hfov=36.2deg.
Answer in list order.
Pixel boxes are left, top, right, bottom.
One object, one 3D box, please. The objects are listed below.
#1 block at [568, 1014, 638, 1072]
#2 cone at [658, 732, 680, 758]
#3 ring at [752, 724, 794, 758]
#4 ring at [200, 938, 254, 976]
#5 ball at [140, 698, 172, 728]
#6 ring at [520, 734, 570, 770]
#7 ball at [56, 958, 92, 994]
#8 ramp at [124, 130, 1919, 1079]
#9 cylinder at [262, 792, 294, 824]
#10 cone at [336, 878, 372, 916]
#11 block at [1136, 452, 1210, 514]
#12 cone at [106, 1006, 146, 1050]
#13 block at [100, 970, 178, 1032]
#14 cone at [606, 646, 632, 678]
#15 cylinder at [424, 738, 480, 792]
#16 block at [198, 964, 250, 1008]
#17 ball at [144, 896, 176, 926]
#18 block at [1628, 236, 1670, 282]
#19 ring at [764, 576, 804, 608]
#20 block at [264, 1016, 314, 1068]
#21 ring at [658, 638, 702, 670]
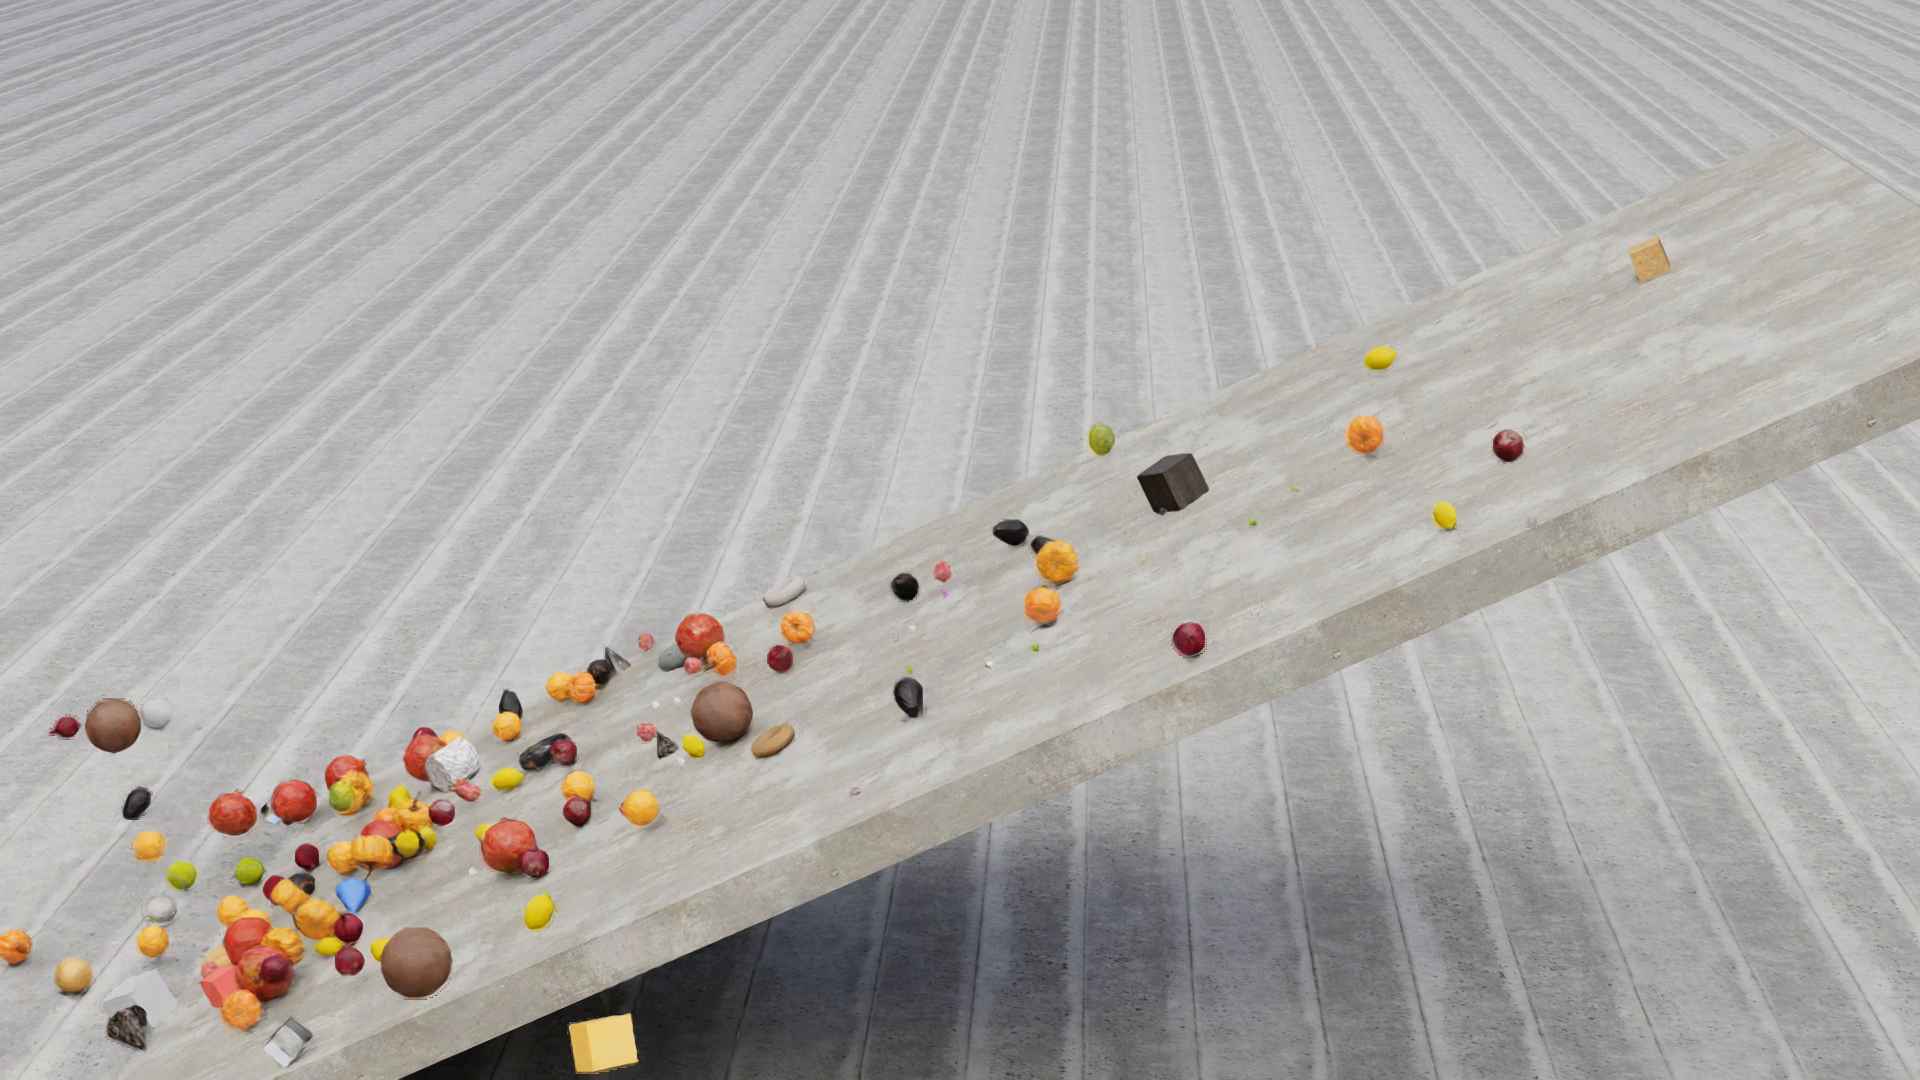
[{"bbox_3d":[-0.649,0.916,5.355,0.087,0.087,0.087,-7,-7,-29],"label":"block"},{"bbox_3d":[-0.646,0.439,6.403,0.053,0.053,0.053,-25,13,6],"label":"cone"},{"bbox_3d":[-0.384,0.413,6.049,0.098,0.033,0.098,-29,14,8],"label":"ring"},{"bbox_3d":[-1.603,0.915,6.436,0.125,0.042,0.125,-25,14,7],"label":"ring"},{"bbox_3d":[-2.273,0.491,8.319,0.085,0.085,0.085,0,16,0],"label":"ball"},{"bbox_3d":[-0.961,0.491,6.815,0.131,0.044,0.131,-27,8,4],"label":"ring"},{"bbox_3d":[-1.996,0.980,6.625,0.081,0.081,0.081,0,16,0],"label":"ball"},{"bbox_3d":[0.137,0.168,6.282,4.000,0.100,2.000,-24,13,9],"label":"ramp"},{"bbox_3d":[-1.765,0.692,7.610,0.060,0.060,0.060,4,30,14],"label":"cylinder"},{"bbox_3d":[-1.317,0.789,6.386,0.077,0.077,0.077,-3,40,-9],"label":"cone"},{"bbox_3d":[0.460,-0.123,6.354,0.093,0.093,0.093,-34,15,-30],"label":"block"},{"bbox_3d":[-1.723,1.038,6.149,0.090,0.090,0.090,-13,44,-39],"label":"cone"},{"bbox_3d":[-1.761,0.996,6.315,0.095,0.095,0.095,-21,15,30],"label":"block"},{"bbox_3d":[-0.868,0.294,7.334,0.072,0.072,0.072,-25,13,6],"label":"cone"},{"bbox_3d":[-1.209,0.536,7.010,0.094,0.094,0.094,13,36,39],"label":"cylinder"},{"bbox_3d":[-1.549,0.939,6.195,0.062,0.062,0.062,-12,20,48],"label":"block"},{"bbox_3d":[-1.900,0.881,6.982,0.075,0.075,0.075,0,16,0],"label":"ball"},{"bbox_3d":[1.478,-0.602,6.302,0.067,0.067,0.067,-22,14,19],"label":"block"},{"bbox_3d":[-0.431,0.127,7.218,0.112,0.037,0.112,-28,15,8],"label":"ring"},{"bbox_3d":[-1.273,0.951,5.575,0.056,0.056,0.056,41,32,1],"label":"block"},{"bbox_3d":[-0.677,0.277,7.115,0.115,0.038,0.115,-25,15,7],"label":"ring"}]
